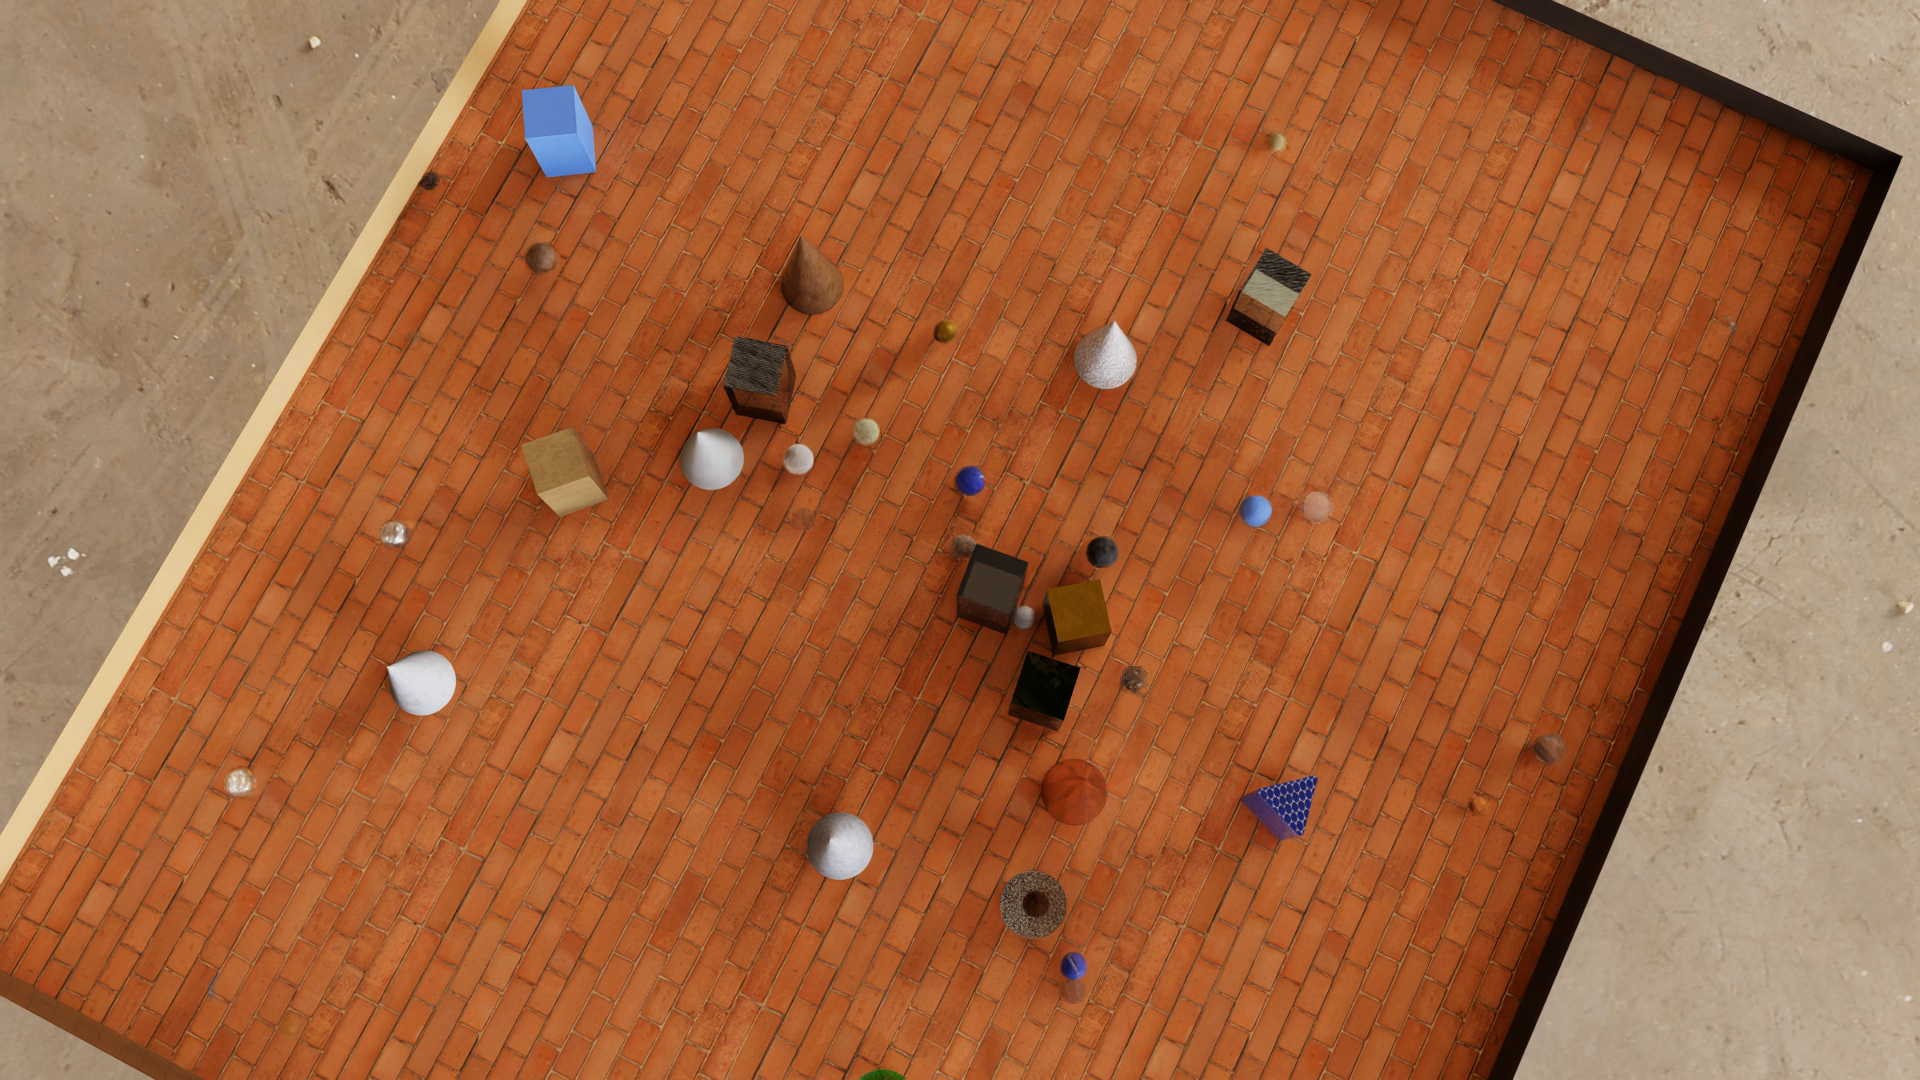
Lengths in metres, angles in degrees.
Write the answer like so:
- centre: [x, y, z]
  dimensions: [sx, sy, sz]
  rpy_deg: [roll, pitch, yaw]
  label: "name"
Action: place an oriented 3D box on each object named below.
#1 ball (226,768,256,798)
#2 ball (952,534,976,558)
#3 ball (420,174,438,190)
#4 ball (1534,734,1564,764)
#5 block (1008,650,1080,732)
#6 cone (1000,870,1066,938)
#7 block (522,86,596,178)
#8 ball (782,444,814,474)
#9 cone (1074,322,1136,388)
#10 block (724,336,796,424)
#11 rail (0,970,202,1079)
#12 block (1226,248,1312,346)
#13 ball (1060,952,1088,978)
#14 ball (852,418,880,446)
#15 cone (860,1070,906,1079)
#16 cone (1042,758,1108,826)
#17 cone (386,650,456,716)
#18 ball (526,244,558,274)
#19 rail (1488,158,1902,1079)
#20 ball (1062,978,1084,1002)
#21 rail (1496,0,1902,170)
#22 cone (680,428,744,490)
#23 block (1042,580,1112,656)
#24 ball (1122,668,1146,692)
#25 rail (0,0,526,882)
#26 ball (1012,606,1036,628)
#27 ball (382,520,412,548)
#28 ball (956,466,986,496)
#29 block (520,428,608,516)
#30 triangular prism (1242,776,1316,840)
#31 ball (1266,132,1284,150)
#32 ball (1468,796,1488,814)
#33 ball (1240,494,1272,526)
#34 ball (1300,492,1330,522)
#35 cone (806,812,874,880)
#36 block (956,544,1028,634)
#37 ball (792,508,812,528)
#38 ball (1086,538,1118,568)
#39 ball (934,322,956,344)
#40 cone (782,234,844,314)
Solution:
- centre: [-2.128, 0.719, 5.425]
  dimensions: [0.084, 0.084, 0.084]
  rpy_deg: [0, 78, 0]
  label: "ball"
- centre: [0.011, 0.019, 5.575]
  dimensions: [0.075, 0.075, 0.075]
  rpy_deg: [0, 78, 0]
  label: "ball"
- centre: [-1.691, -1.138, 5.824]
  dimensions: [0.055, 0.055, 0.055]
  rpy_deg: [0, 78, 0]
  label: "ball"
- centre: [1.751, 0.620, 5.444]
  dimensions: [0.087, 0.087, 0.087]
  rpy_deg: [0, 78, 0]
  label: "ball"
- centre: [0.244, 0.445, 5.367]
  dimensions: [0.158, 0.309, 0.158]
  rpy_deg: [18, 79, 4]
  label: "block"
- centre: [0.216, 1.039, 5.227]
  dimensions: [0.198, 0.343, 0.198]
  rpy_deg: [0, 78, 0]
  label: "cone"
- centre: [-1.251, -1.275, 5.728]
  dimensions: [0.158, 0.298, 0.158]
  rpy_deg: [-6, 78, -1]
  label: "block"
- centre: [-0.497, -0.247, 5.619]
  dimensions: [0.094, 0.094, 0.094]
  rpy_deg: [0, 78, 0]
  label: "ball"
- centre: [0.454, -0.605, 5.554]
  dimensions: [0.198, 0.368, 0.198]
  rpy_deg: [0, 78, 0]
  label: "cone"
- centre: [-0.603, -0.482, 5.557]
  dimensions: [0.158, 0.312, 0.158]
  rpy_deg: [11, 79, 2]
  label: "block"
- centre: [-1.068, 2.099, 5.115]
  dimensions: [4.189, 0.129, 0.045]
  rpy_deg: [26, 80, 5]
  label: "rail"
- centre: [0.945, -0.743, 5.624]
  dimensions: [0.158, 0.287, 0.158]
  rpy_deg: [32, 80, 6]
  label: "block"
- centre: [0.331, 1.234, 5.322]
  dimensions: [0.077, 0.077, 0.077]
  rpy_deg: [0, 78, 0]
  label: "ball"
- centre: [-0.290, -0.333, 5.644]
  dimensions: [0.081, 0.081, 0.081]
  rpy_deg: [0, 78, 0]
  label: "ball"
- centre: [-0.223, 1.582, 5.060]
  dimensions: [0.198, 0.449, 0.198]
  rpy_deg: [0, 78, 0]
  label: "cone"
- centre: [0.341, 0.701, 5.221]
  dimensions: [0.198, 0.490, 0.198]
  rpy_deg: [0, 78, 0]
  label: "cone"
- centre: [-1.620, 0.395, 5.354]
  dimensions: [0.198, 0.354, 0.198]
  rpy_deg: [0, 78, 0]
  label: "cone"
- centre: [-1.313, -0.882, 5.749]
  dimensions: [0.098, 0.098, 0.098]
  rpy_deg: [0, 78, 0]
  label: "ball"
- centre: [1.852, 0.914, 5.361]
  dimensions: [0.045, 0.129, 4.824]
  rpy_deg: [26, 80, 5]
  label: "rail"
- centre: [0.328, 1.305, 5.313]
  dimensions: [0.066, 0.066, 0.066]
  rpy_deg: [0, 78, 0]
  label: "ball"
- centre: [1.068, -2.085, 5.981]
  dimensions: [4.189, 0.129, 0.045]
  rpy_deg: [26, 80, 5]
  label: "rail"
- centre: [-0.768, -0.283, 5.516]
  dimensions: [0.198, 0.312, 0.198]
  rpy_deg: [0, 78, 0]
  label: "cone"
- centre: [0.345, 0.231, 5.429]
  dimensions: [0.158, 0.274, 0.158]
  rpy_deg: [-11, 79, -2]
  label: "block"
- centre: [0.522, 0.418, 5.494]
  dimensions: [0.070, 0.070, 0.070]
  rpy_deg: [0, 78, 0]
  label: "ball"
- centre: [-1.852, -0.900, 5.736]
  dimensions: [0.045, 0.129, 4.824]
  rpy_deg: [26, 80, 5]
  label: "rail"
- centre: [0.194, 0.232, 5.534]
  dimensions: [0.069, 0.069, 0.069]
  rpy_deg: [0, 78, 0]
  label: "ball"
- centre: [-1.715, -0.018, 5.577]
  dimensions: [0.085, 0.085, 0.085]
  rpy_deg: [0, 78, 0]
  label: "ball"
- centre: [0.032, -0.180, 5.609]
  dimensions: [0.089, 0.089, 0.089]
  rpy_deg: [0, 78, 0]
  label: "ball"
- centre: [-1.183, -0.201, 5.500]
  dimensions: [0.158, 0.310, 0.158]
  rpy_deg: [-20, 79, -4]
  label: "block"
- centre: [0.948, 0.747, 5.296]
  dimensions: [0.148, 0.325, 0.171]
  rpy_deg: [-43, 81, -8]
  label: "triangular prism"
- centre: [1.007, -1.272, 5.850]
  dimensions: [0.058, 0.058, 0.058]
  rpy_deg: [0, 78, 0]
  label: "ball"
- centre: [1.534, 0.784, 5.425]
  dimensions: [0.057, 0.057, 0.057]
  rpy_deg: [0, 78, 0]
  label: "ball"
- centre: [0.900, -0.090, 5.587]
  dimensions: [0.095, 0.095, 0.095]
  rpy_deg: [0, 78, 0]
  label: "ball"
- centre: [1.084, -0.102, 5.590]
  dimensions: [0.094, 0.094, 0.094]
  rpy_deg: [0, 78, 0]
  label: "ball"
- centre: [-0.355, 0.863, 5.220]
  dimensions: [0.198, 0.426, 0.198]
  rpy_deg: [0, 78, 0]
  label: "cone"
- centre: [0.093, 0.148, 5.391]
  dimensions: [0.158, 0.383, 0.158]
  rpy_deg: [20, 79, 4]
  label: "block"
- centre: [-0.481, -0.067, 5.598]
  dimensions: [0.064, 0.064, 0.064]
  rpy_deg: [0, 78, 0]
  label: "ball"
- centre: [0.430, 0.039, 5.560]
  dimensions: [0.095, 0.095, 0.095]
  rpy_deg: [0, 78, 0]
  label: "ball"
- centre: [-0.049, -0.648, 5.716]
  dimensions: [0.068, 0.068, 0.068]
  rpy_deg: [0, 78, 0]
  label: "ball"
- centre: [-0.466, -0.849, 5.572]
  dimensions: [0.198, 0.431, 0.198]
  rpy_deg: [0, 78, 0]
  label: "cone"
